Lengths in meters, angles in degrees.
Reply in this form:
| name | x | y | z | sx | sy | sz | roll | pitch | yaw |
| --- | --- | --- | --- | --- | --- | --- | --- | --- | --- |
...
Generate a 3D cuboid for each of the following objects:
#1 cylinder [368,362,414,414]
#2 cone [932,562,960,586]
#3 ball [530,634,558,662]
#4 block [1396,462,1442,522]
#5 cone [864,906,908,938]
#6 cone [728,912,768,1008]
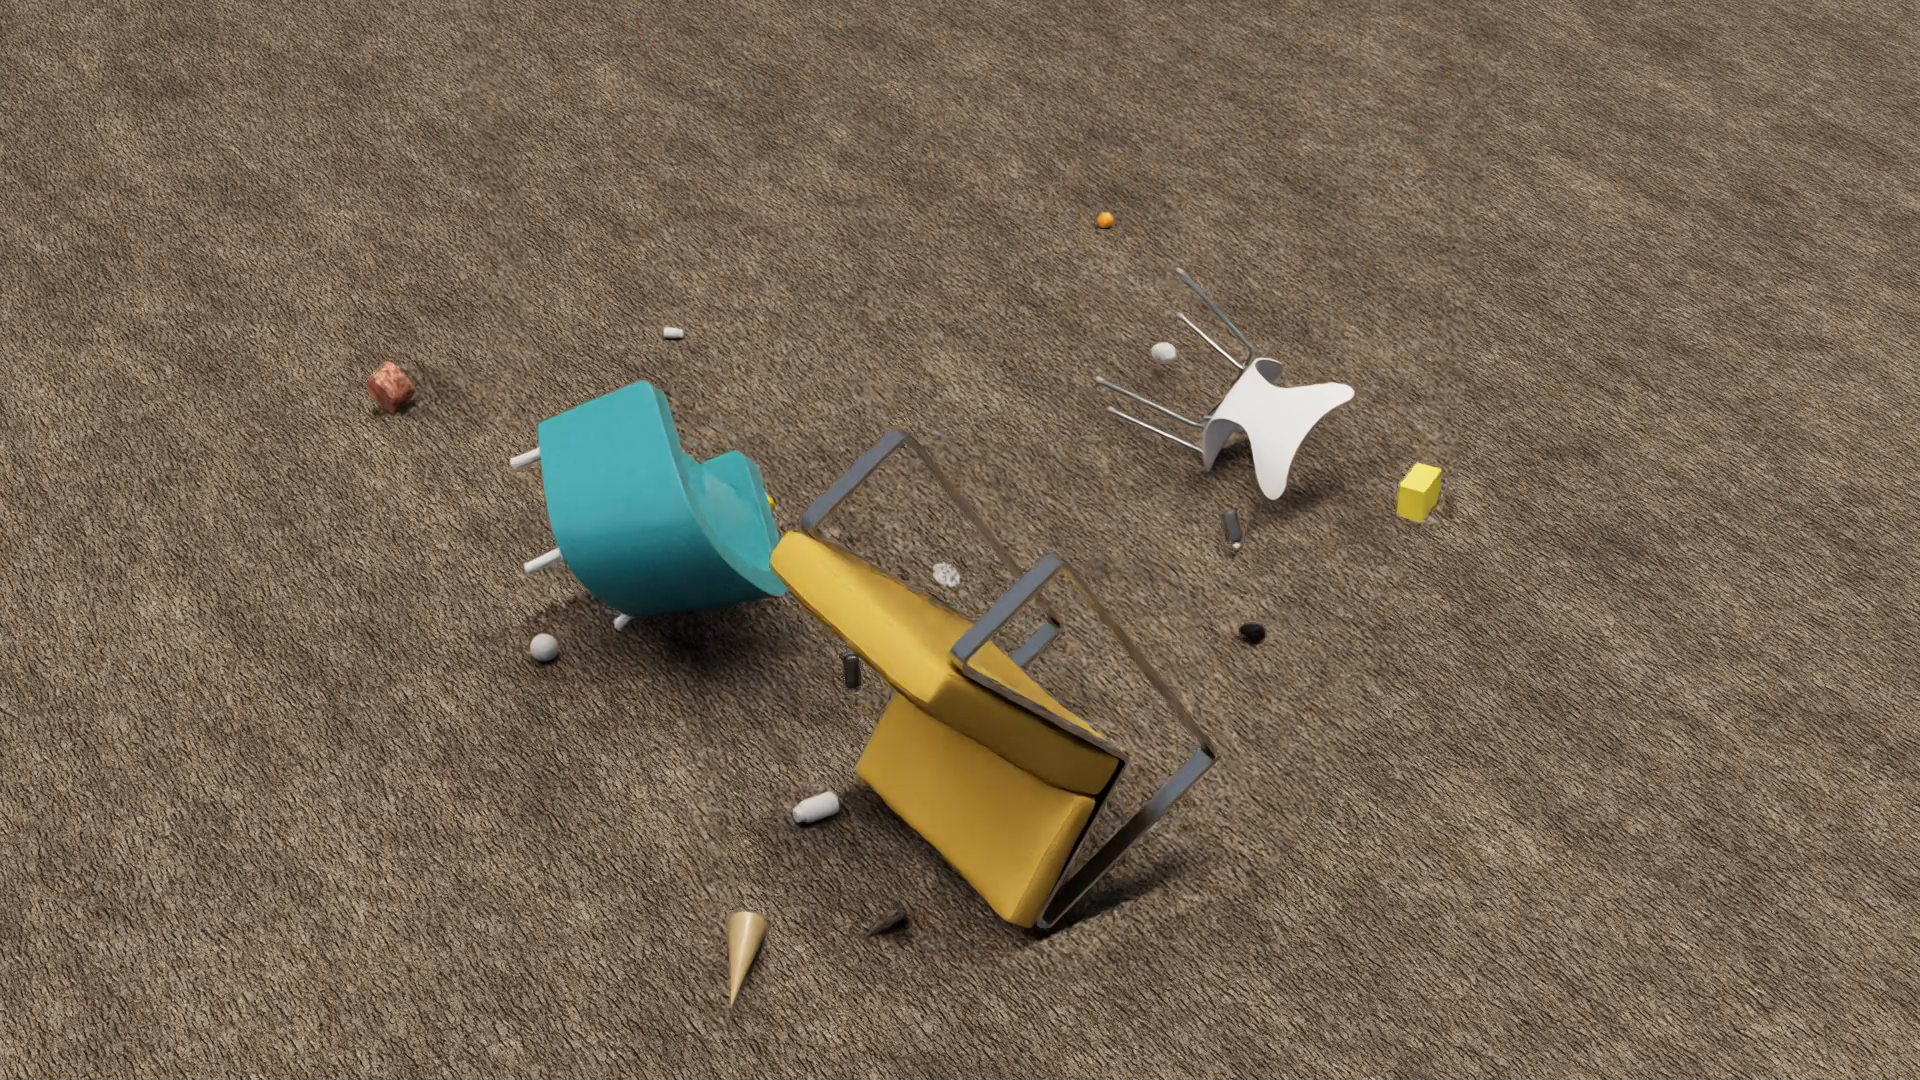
| name | x | y | z | sx | sy | sz | roll | pitch | yaw |
| --- | --- | --- | --- | --- | --- | --- | --- | --- | --- |
| cylinder | -2.269 | -0.608 | 11.695 | 0.104 | 0.167 | 0.117 | 0 | 39 | 47 |
| cone | -0.055 | 0.131 | 10.714 | 0.111 | 0.054 | 0.078 | 31 | 77 | -6 |
| ball | -1.458 | 0.377 | 10.283 | 0.099 | 0.099 | 0.099 | 0 | 33 | 0 |
| block | 1.738 | -0.179 | 11.093 | 0.101 | 0.135 | 0.186 | 16 | 37 | 23 |
| cone | -0.240 | 1.198 | 9.091 | 0.142 | 0.074 | 0.092 | -29 | 6 | -13 |
| cone | -0.671 | 1.295 | 8.924 | 0.128 | 0.122 | 0.325 | 0 | 44 | 8 |
